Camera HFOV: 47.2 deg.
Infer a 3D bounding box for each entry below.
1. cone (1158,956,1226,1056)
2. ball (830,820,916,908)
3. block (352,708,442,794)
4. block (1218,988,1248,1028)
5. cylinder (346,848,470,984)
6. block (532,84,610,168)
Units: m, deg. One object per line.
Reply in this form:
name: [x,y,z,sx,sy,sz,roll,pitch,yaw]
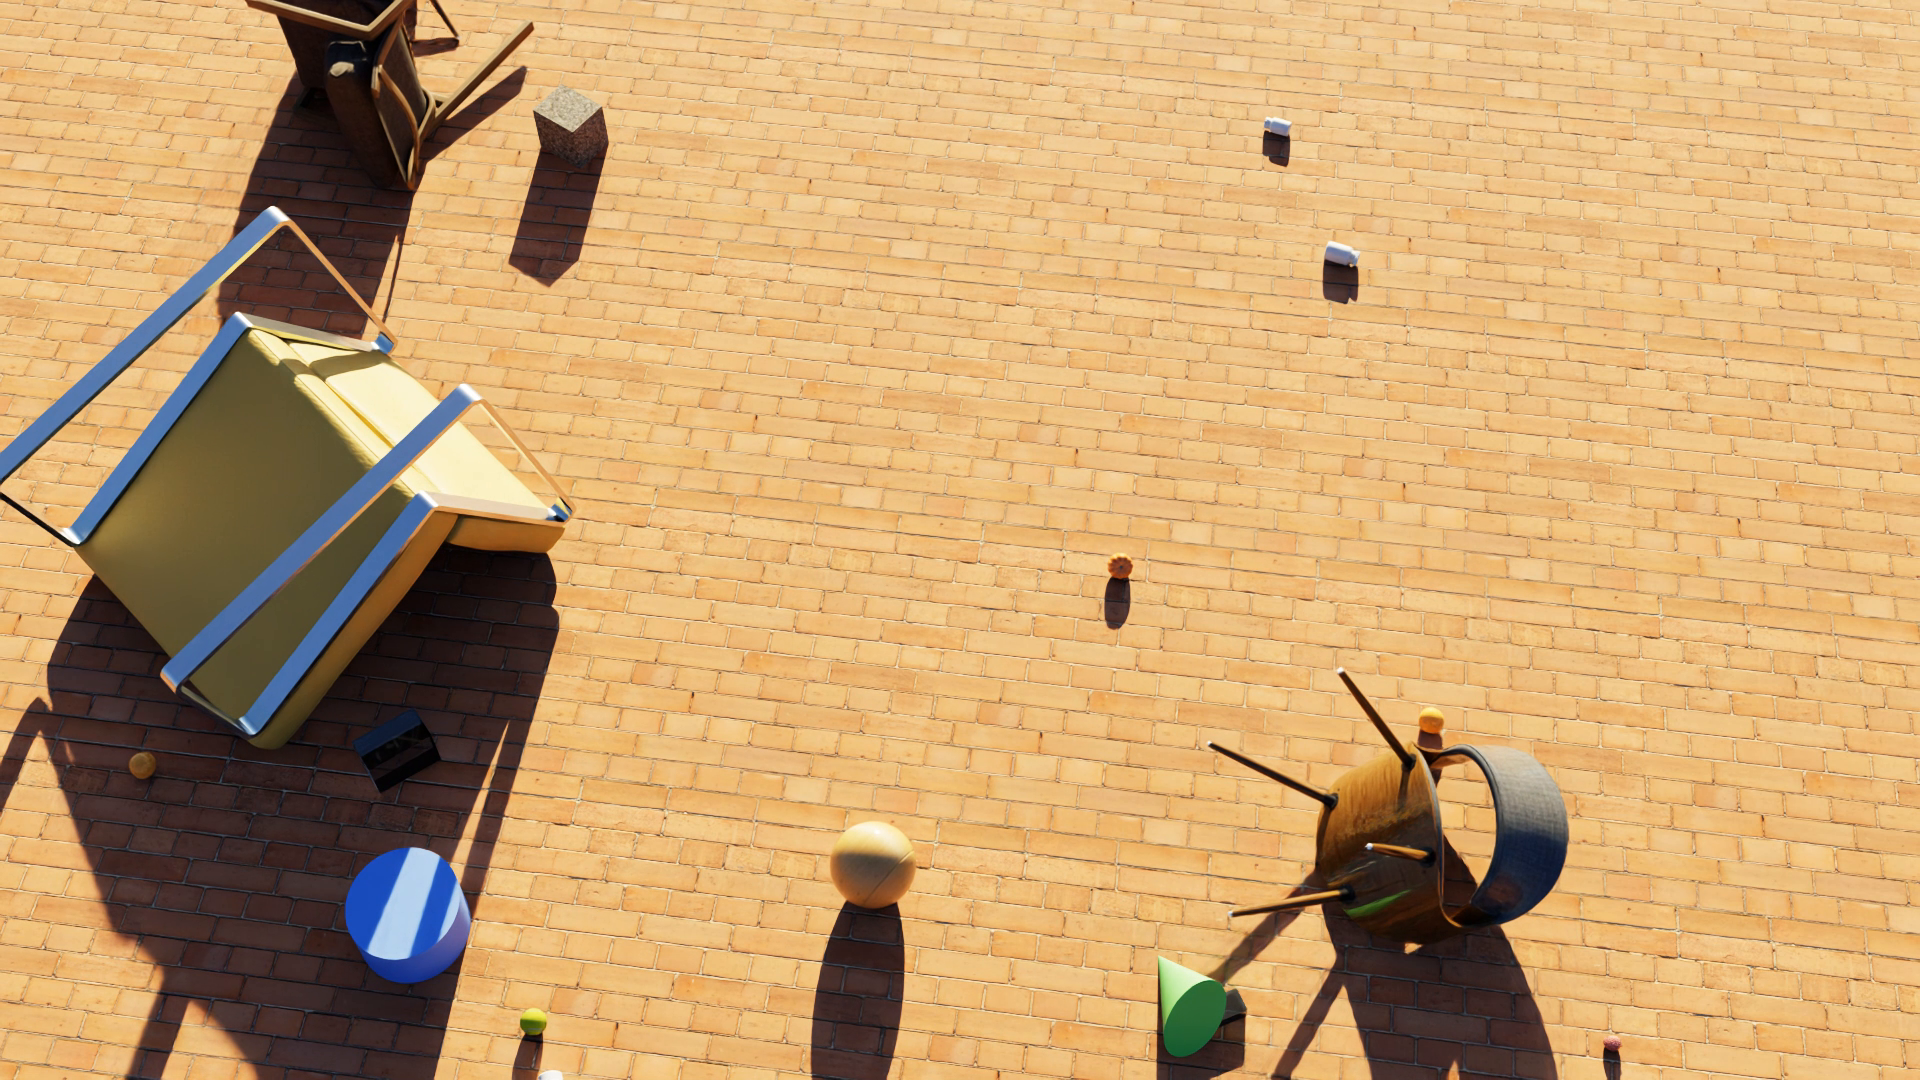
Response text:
cone: [0.563,1.163,5.728,0.159,0.251,0.256,7,26,-23]
ball: [-0.231,0.864,5.854,0.232,0.232,0.232,0,56,0]
block: [-1.563,0.584,6.100,0.189,0.136,0.109,-30,61,-19]
block: [0.685,1.222,5.727,0.105,0.045,0.066,-19,58,-12]
cylinder: [-1.457,0.992,5.814,0.298,0.157,0.318,-2,56,-1]
block: [-1.309,-1.392,7.402,0.177,0.176,0.149,31,61,19]
